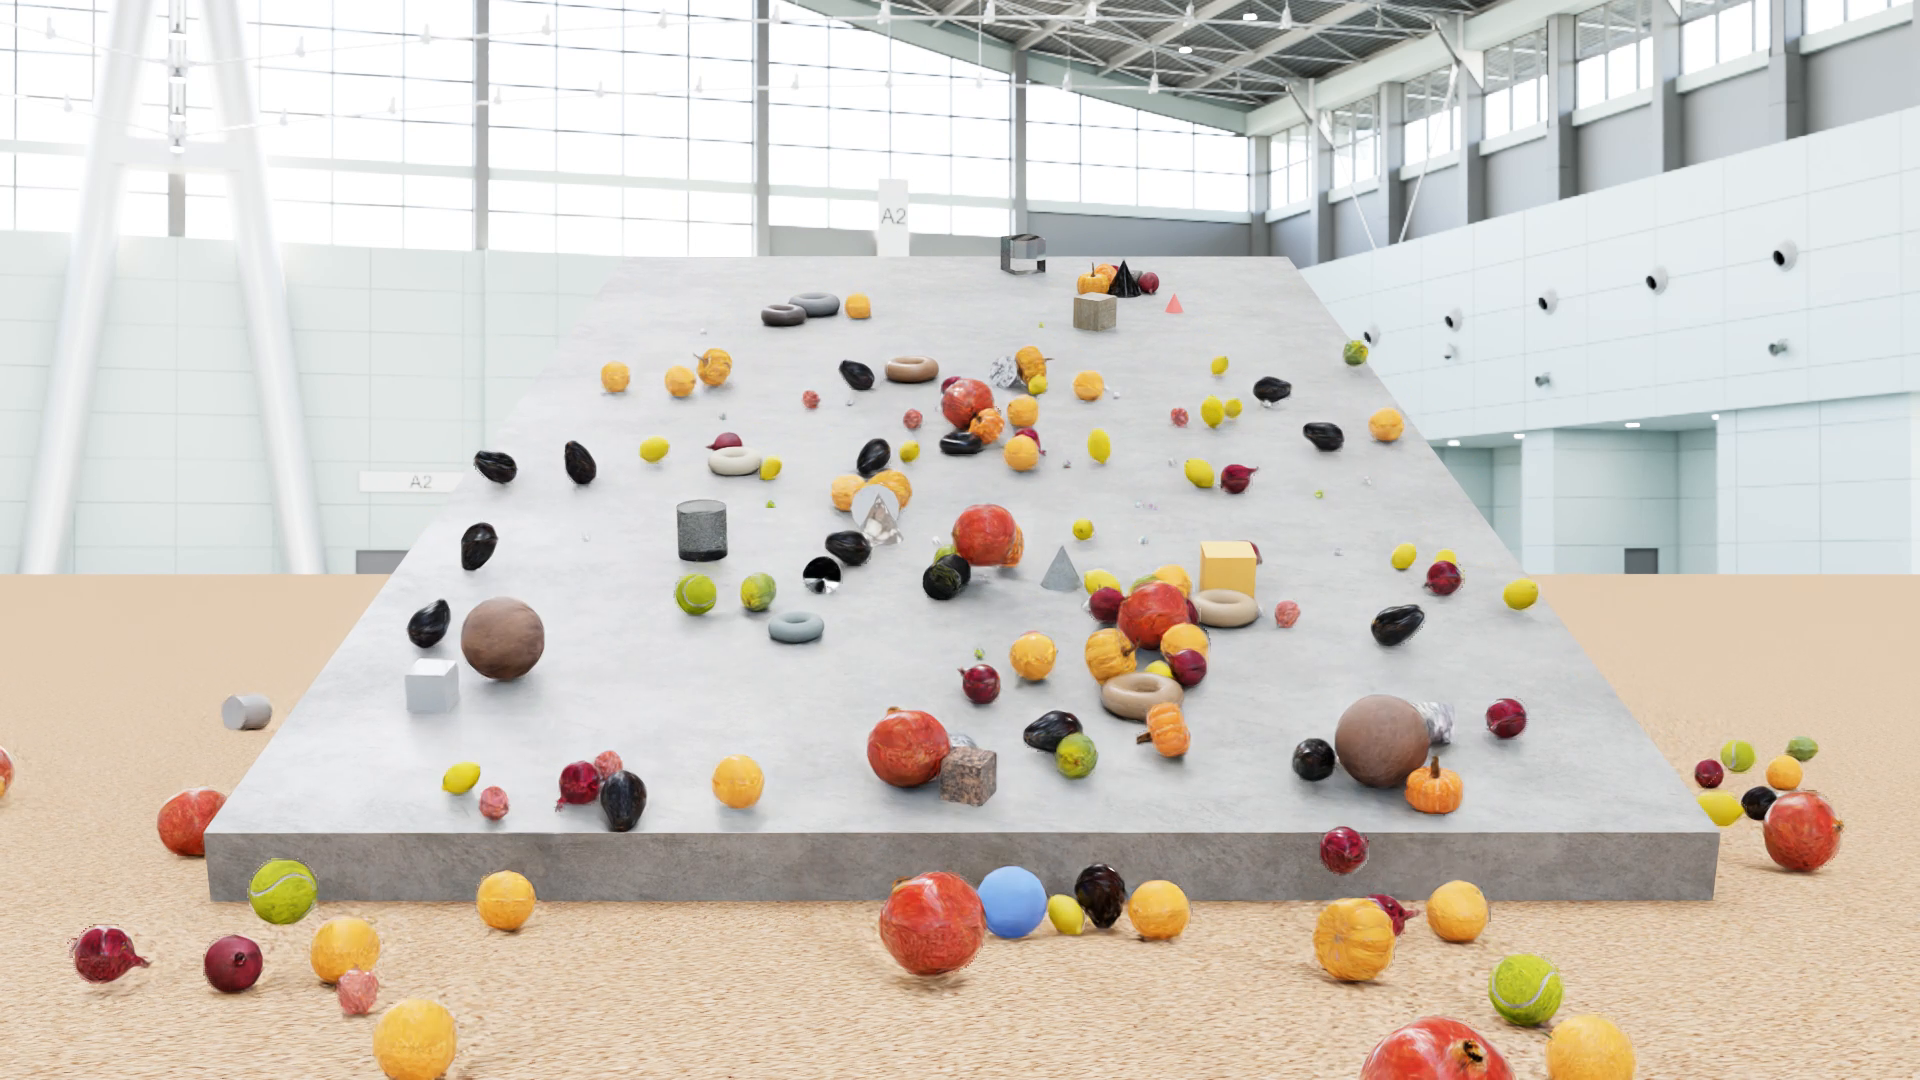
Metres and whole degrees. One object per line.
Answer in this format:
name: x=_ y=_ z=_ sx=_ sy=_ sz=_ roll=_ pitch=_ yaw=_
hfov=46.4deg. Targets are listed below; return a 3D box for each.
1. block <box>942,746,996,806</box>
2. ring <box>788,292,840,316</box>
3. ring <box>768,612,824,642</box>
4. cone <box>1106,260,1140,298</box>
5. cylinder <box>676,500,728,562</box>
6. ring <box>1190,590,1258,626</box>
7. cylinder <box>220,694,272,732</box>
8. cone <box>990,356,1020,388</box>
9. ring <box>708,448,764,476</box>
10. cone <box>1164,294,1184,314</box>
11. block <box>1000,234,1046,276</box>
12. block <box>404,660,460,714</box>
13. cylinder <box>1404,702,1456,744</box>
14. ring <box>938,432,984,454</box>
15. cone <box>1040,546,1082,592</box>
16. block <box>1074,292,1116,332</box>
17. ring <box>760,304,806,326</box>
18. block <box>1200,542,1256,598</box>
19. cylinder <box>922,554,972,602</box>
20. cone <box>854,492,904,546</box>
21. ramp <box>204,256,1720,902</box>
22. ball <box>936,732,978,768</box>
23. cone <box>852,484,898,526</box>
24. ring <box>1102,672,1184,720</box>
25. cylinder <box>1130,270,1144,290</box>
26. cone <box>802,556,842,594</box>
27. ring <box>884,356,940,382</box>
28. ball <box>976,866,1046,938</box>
block: x=0.012 y=0.322 z=3.052 sx=0.058 sy=0.058 sz=0.058 roll=8 pitch=20 yaw=22
ring: x=-0.390 y=-0.630 z=5.986 sx=0.141 sy=0.047 sz=0.141 roll=-1 pitch=18 yaw=0
ring: x=-0.267 y=0.141 z=3.648 sx=0.092 sy=0.031 sz=0.092 roll=-1 pitch=17 yaw=0
cone: x=0.454 y=-0.732 z=6.215 sx=0.100 sy=0.100 sz=0.100 roll=0 pitch=18 yaw=0
cylinder: x=-0.465 y=-0.017 z=4.036 sx=0.090 sy=0.090 sz=0.090 roll=0 pitch=18 yaw=0
ring: x=0.439 y=0.113 z=3.725 sx=0.115 sy=0.038 sz=0.115 roll=1 pitch=17 yaw=0
cylinder: x=-1.951 y=0.472 z=6.119 sx=0.094 sy=0.094 sz=0.094 roll=0 pitch=-1 yaw=30
cone: x=0.121 y=-0.383 z=5.248 sx=0.077 sy=0.077 sz=0.077 roll=0 pitch=-16 yaw=31
ring: x=-0.457 y=-0.160 z=4.561 sx=0.112 sy=0.037 sz=0.112 roll=0 pitch=20 yaw=0
cone: x=0.576 y=-0.639 z=6.008 sx=0.052 sy=0.052 sz=0.052 roll=0 pitch=18 yaw=0
block: x=0.184 y=-0.833 z=6.527 sx=0.098 sy=0.098 sz=0.098 roll=-8 pitch=20 yaw=-24
block: x=-0.792 y=0.219 z=3.357 sx=0.061 sy=0.061 sz=0.061 roll=2 pitch=18 yaw=6
cylinder: x=0.676 y=0.264 z=3.225 sx=0.061 sy=0.061 sz=0.061 roll=0 pitch=-1 yaw=-1
ring: x=0.002 y=-0.203 z=4.702 sx=0.094 sy=0.031 sz=0.094 roll=-1 pitch=19 yaw=0
cone: x=0.177 y=0.042 z=3.883 sx=0.074 sy=0.074 sz=0.074 roll=0 pitch=18 yaw=0
block: x=0.351 y=-0.594 z=5.823 sx=0.081 sy=0.081 sz=0.081 roll=14 pitch=23 yaw=36
ring: x=-0.464 y=-0.591 z=5.875 sx=0.122 sy=0.041 sz=0.122 roll=1 pitch=18 yaw=0
block: x=0.457 y=0.057 z=3.822 sx=0.085 sy=0.085 sz=0.085 roll=0 pitch=18 yaw=0
cylinder: x=-0.022 y=0.064 z=3.830 sx=0.065 sy=0.065 sz=0.065 roll=0 pitch=17 yaw=22
cone: x=-0.149 y=-0.045 z=4.121 sx=0.091 sy=0.091 sz=0.091 roll=0 pitch=18 yaw=0
ramp: x=-0.004 y=-0.187 z=4.866 sx=2.000 sy=0.100 sz=4.000 roll=0 pitch=18 yaw=0
ball: x=-0.003 y=0.299 z=3.119 sx=0.060 sy=0.060 sz=0.060 roll=0 pitch=-1 yaw=0
cone: x=-0.159 y=-0.053 z=4.228 sx=0.089 sy=0.089 sz=0.089 roll=0 pitch=-9 yaw=0
ring: x=0.273 y=0.233 z=3.350 sx=0.125 sy=0.042 sz=0.125 roll=0 pitch=18 yaw=0
cylinder: x=0.480 y=-0.730 z=6.281 sx=0.056 sy=0.056 sz=0.056 roll=0 pitch=-1 yaw=22
cone: x=-0.235 y=0.066 z=3.878 sx=0.066 sy=0.066 sz=0.066 roll=0 pitch=-9 yaw=4
ring: x=-0.114 y=-0.405 z=5.301 sx=0.131 sy=0.044 sz=0.131 roll=-1 pitch=18 yaw=0
ball: x=0.061 y=0.434 z=2.682 sx=0.085 sy=0.085 sz=0.085 roll=0 pitch=-1 yaw=0
